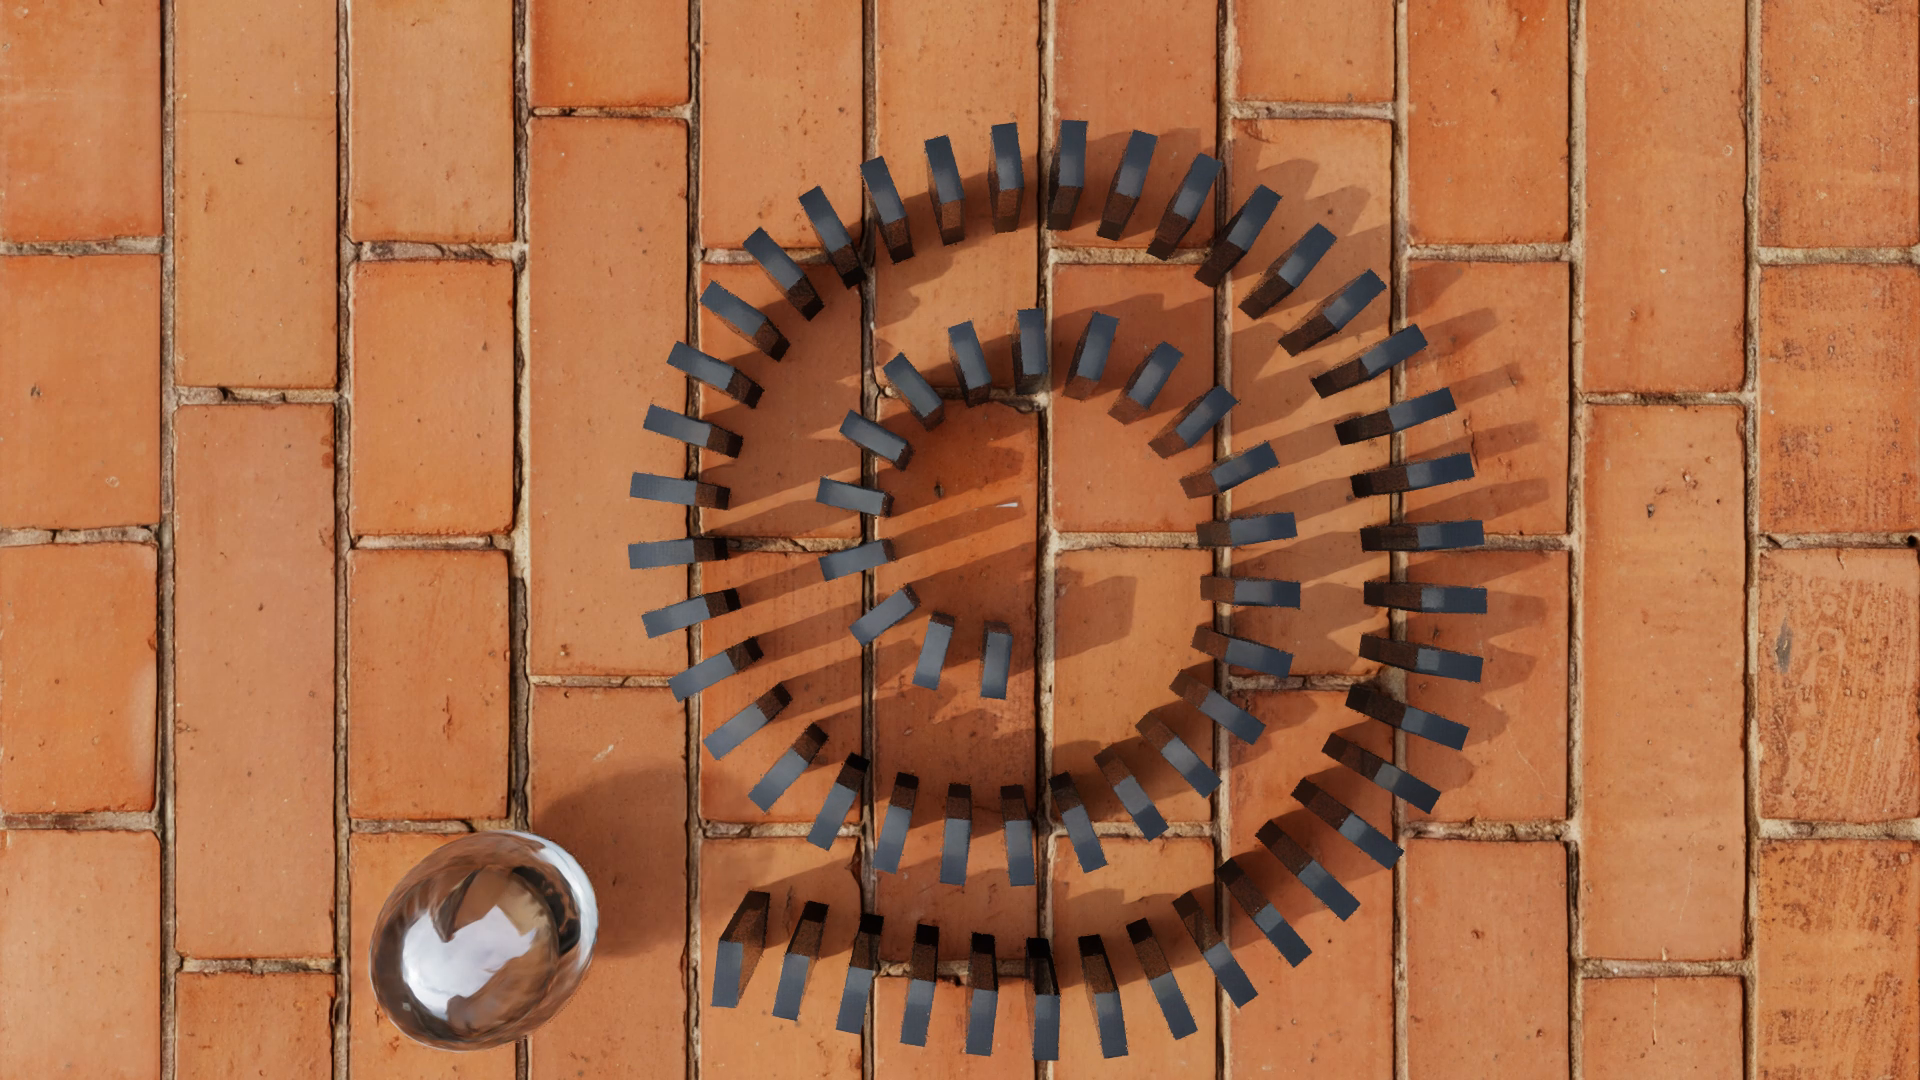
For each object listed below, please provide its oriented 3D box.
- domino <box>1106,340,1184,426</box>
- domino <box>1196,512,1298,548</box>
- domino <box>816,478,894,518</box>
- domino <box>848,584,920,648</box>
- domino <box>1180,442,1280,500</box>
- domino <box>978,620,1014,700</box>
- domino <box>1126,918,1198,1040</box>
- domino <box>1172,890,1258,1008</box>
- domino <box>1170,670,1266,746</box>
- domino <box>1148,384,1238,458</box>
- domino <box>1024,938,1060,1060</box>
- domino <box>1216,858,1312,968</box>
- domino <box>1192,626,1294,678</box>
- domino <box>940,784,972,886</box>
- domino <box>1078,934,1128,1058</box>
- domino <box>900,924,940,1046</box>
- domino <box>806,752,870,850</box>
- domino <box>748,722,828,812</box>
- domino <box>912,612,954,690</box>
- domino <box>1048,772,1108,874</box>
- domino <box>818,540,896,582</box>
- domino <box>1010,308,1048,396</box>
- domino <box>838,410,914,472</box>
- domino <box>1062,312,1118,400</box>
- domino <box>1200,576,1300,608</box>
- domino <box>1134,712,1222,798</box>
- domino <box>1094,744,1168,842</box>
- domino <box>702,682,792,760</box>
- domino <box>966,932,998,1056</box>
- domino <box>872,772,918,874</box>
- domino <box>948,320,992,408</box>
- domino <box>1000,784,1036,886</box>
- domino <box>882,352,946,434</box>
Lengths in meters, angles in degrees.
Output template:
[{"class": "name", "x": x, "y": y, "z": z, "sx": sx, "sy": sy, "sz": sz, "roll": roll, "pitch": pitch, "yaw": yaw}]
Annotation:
[{"class": "domino", "x": 0.075, "y": -0.063, "z": 0.375, "sx": 0.010, "sy": 0.050, "sz": 0.025, "roll": 33, "pitch": 90, "yaw": 0}, {"class": "domino", "x": 0.116, "y": -0.004, "z": 0.375, "sx": 0.025, "sy": 0.050, "sz": 0.009, "roll": -9, "pitch": 90, "yaw": 0}, {"class": "domino", "x": -0.042, "y": -0.017, "z": 0.375, "sx": 0.025, "sy": 0.050, "sz": 0.010, "roll": 12, "pitch": 90, "yaw": 0}, {"class": "domino", "x": -0.030, "y": 0.030, "z": 0.375, "sx": 0.025, "sy": 0.050, "sz": 0.010, "roll": -36, "pitch": 90, "yaw": 0}, {"class": "domino", "x": 0.109, "y": -0.028, "z": 0.375, "sx": 0.025, "sy": 0.050, "sz": 0.010, "roll": -27, "pitch": 90, "yaw": 0}, {"class": "domino", "x": 0.014, "y": 0.048, "z": 0.375, "sx": 0.009, "sy": 0.050, "sz": 0.025, "roll": 7, "pitch": 90, "yaw": 0}, {"class": "domino", "x": 0.082, "y": 0.178, "z": 0.375, "sx": 0.010, "sy": 0.050, "sz": 0.025, "roll": -24, "pitch": 90, "yaw": 0}, {"class": "domino", "x": 0.103, "y": 0.166, "z": 0.375, "sx": 0.010, "sy": 0.050, "sz": 0.025, "roll": -33, "pitch": 90, "yaw": 0}, {"class": "domino", "x": 0.104, "y": 0.068, "z": 0.375, "sx": 0.025, "sy": 0.050, "sz": 0.010, "roll": 34, "pitch": 90, "yaw": 0}, {"class": "domino", "x": 0.094, "y": -0.047, "z": 0.375, "sx": 0.025, "sy": 0.050, "sz": 0.009, "roll": -45, "pitch": 90, "yaw": 0}, {"class": "domino", "x": 0.033, "y": 0.186, "z": 0.375, "sx": 0.009, "sy": 0.050, "sz": 0.025, "roll": 2, "pitch": 90, "yaw": 0}, {"class": "domino", "x": 0.123, "y": 0.151, "z": 0.375, "sx": 0.010, "sy": 0.050, "sz": 0.025, "roll": -41, "pitch": 90, "yaw": 0}, {"class": "domino", "x": 0.114, "y": 0.045, "z": 0.375, "sx": 0.025, "sy": 0.050, "sz": 0.009, "roll": 15, "pitch": 90, "yaw": 0}, {"class": "domino", "x": -0.001, "y": 0.119, "z": 0.375, "sx": 0.010, "sy": 0.050, "sz": 0.025, "roll": 6, "pitch": 90, "yaw": 0}, {"class": "domino", "x": 0.058, "y": 0.185, "z": 0.375, "sx": 0.009, "sy": 0.050, "sz": 0.025, "roll": -8, "pitch": 90, "yaw": 0}, {"class": "domino", "x": -0.016, "y": 0.181, "z": 0.375, "sx": 0.010, "sy": 0.050, "sz": 0.025, "roll": 10, "pitch": 90, "yaw": 0}, {"class": "domino", "x": -0.049, "y": 0.106, "z": 0.375, "sx": 0.009, "sy": 0.050, "sz": 0.025, "roll": 26, "pitch": 90, "yaw": 0}, {"class": "domino", "x": -0.069, "y": 0.092, "z": 0.375, "sx": 0.009, "sy": 0.050, "sz": 0.025, "roll": 43, "pitch": 90, "yaw": 0}, {"class": "domino", "x": -0.010, "y": 0.044, "z": 0.375, "sx": 0.009, "sy": 0.050, "sz": 0.025, "roll": 16, "pitch": 90, "yaw": 0}, {"class": "domino", "x": 0.047, "y": 0.114, "z": 0.375, "sx": 0.009, "sy": 0.050, "sz": 0.025, "roll": -22, "pitch": 90, "yaw": 0}, {"class": "domino", "x": -0.041, "y": 0.008, "z": 0.375, "sx": 0.025, "sy": 0.050, "sz": 0.010, "roll": -17, "pitch": 90, "yaw": 0}, {"class": "domino", "x": 0.028, "y": -0.076, "z": 0.375, "sx": 0.009, "sy": 0.050, "sz": 0.025, "roll": -5, "pitch": 90, "yaw": 0}, {"class": "domino", "x": -0.033, "y": -0.040, "z": 0.375, "sx": 0.025, "sy": 0.050, "sz": 0.009, "roll": 29, "pitch": 90, "yaw": 0}, {"class": "domino", "x": 0.053, "y": -0.074, "z": 0.375, "sx": 0.009, "sy": 0.050, "sz": 0.025, "roll": 17, "pitch": 90, "yaw": 0}, {"class": "domino", "x": 0.118, "y": 0.021, "z": 0.375, "sx": 0.025, "sy": 0.050, "sz": 0.010, "roll": 2, "pitch": 90, "yaw": 0}, {"class": "domino", "x": 0.088, "y": 0.087, "z": 0.375, "sx": 0.010, "sy": 0.050, "sz": 0.025, "roll": -44, "pitch": 90, "yaw": 0}, {"class": "domino", "x": 0.069, "y": 0.102, "z": 0.375, "sx": 0.010, "sy": 0.050, "sz": 0.025, "roll": -34, "pitch": 90, "yaw": 0}, {"class": "domino", "x": -0.086, "y": 0.073, "z": 0.375, "sx": 0.025, "sy": 0.050, "sz": 0.010, "roll": -36, "pitch": 90, "yaw": 0}, {"class": "domino", "x": 0.009, "y": 0.184, "z": 0.375, "sx": 0.010, "sy": 0.050, "sz": 0.025, "roll": 7, "pitch": 90, "yaw": 0}, {"class": "domino", "x": -0.026, "y": 0.114, "z": 0.375, "sx": 0.010, "sy": 0.050, "sz": 0.025, "roll": 15, "pitch": 90, "yaw": 0}, {"class": "domino", "x": 0.004, "y": -0.071, "z": 0.375, "sx": 0.009, "sy": 0.050, "sz": 0.025, "roll": -19, "pitch": 90, "yaw": 0}, {"class": "domino", "x": 0.023, "y": 0.120, "z": 0.375, "sx": 0.010, "sy": 0.050, "sz": 0.025, "roll": -4, "pitch": 90, "yaw": 0}, {"class": "domino", "x": -0.018, "y": -0.059, "z": 0.375, "sx": 0.010, "sy": 0.050, "sz": 0.025, "roll": -40, "pitch": 90, "yaw": 0}]
